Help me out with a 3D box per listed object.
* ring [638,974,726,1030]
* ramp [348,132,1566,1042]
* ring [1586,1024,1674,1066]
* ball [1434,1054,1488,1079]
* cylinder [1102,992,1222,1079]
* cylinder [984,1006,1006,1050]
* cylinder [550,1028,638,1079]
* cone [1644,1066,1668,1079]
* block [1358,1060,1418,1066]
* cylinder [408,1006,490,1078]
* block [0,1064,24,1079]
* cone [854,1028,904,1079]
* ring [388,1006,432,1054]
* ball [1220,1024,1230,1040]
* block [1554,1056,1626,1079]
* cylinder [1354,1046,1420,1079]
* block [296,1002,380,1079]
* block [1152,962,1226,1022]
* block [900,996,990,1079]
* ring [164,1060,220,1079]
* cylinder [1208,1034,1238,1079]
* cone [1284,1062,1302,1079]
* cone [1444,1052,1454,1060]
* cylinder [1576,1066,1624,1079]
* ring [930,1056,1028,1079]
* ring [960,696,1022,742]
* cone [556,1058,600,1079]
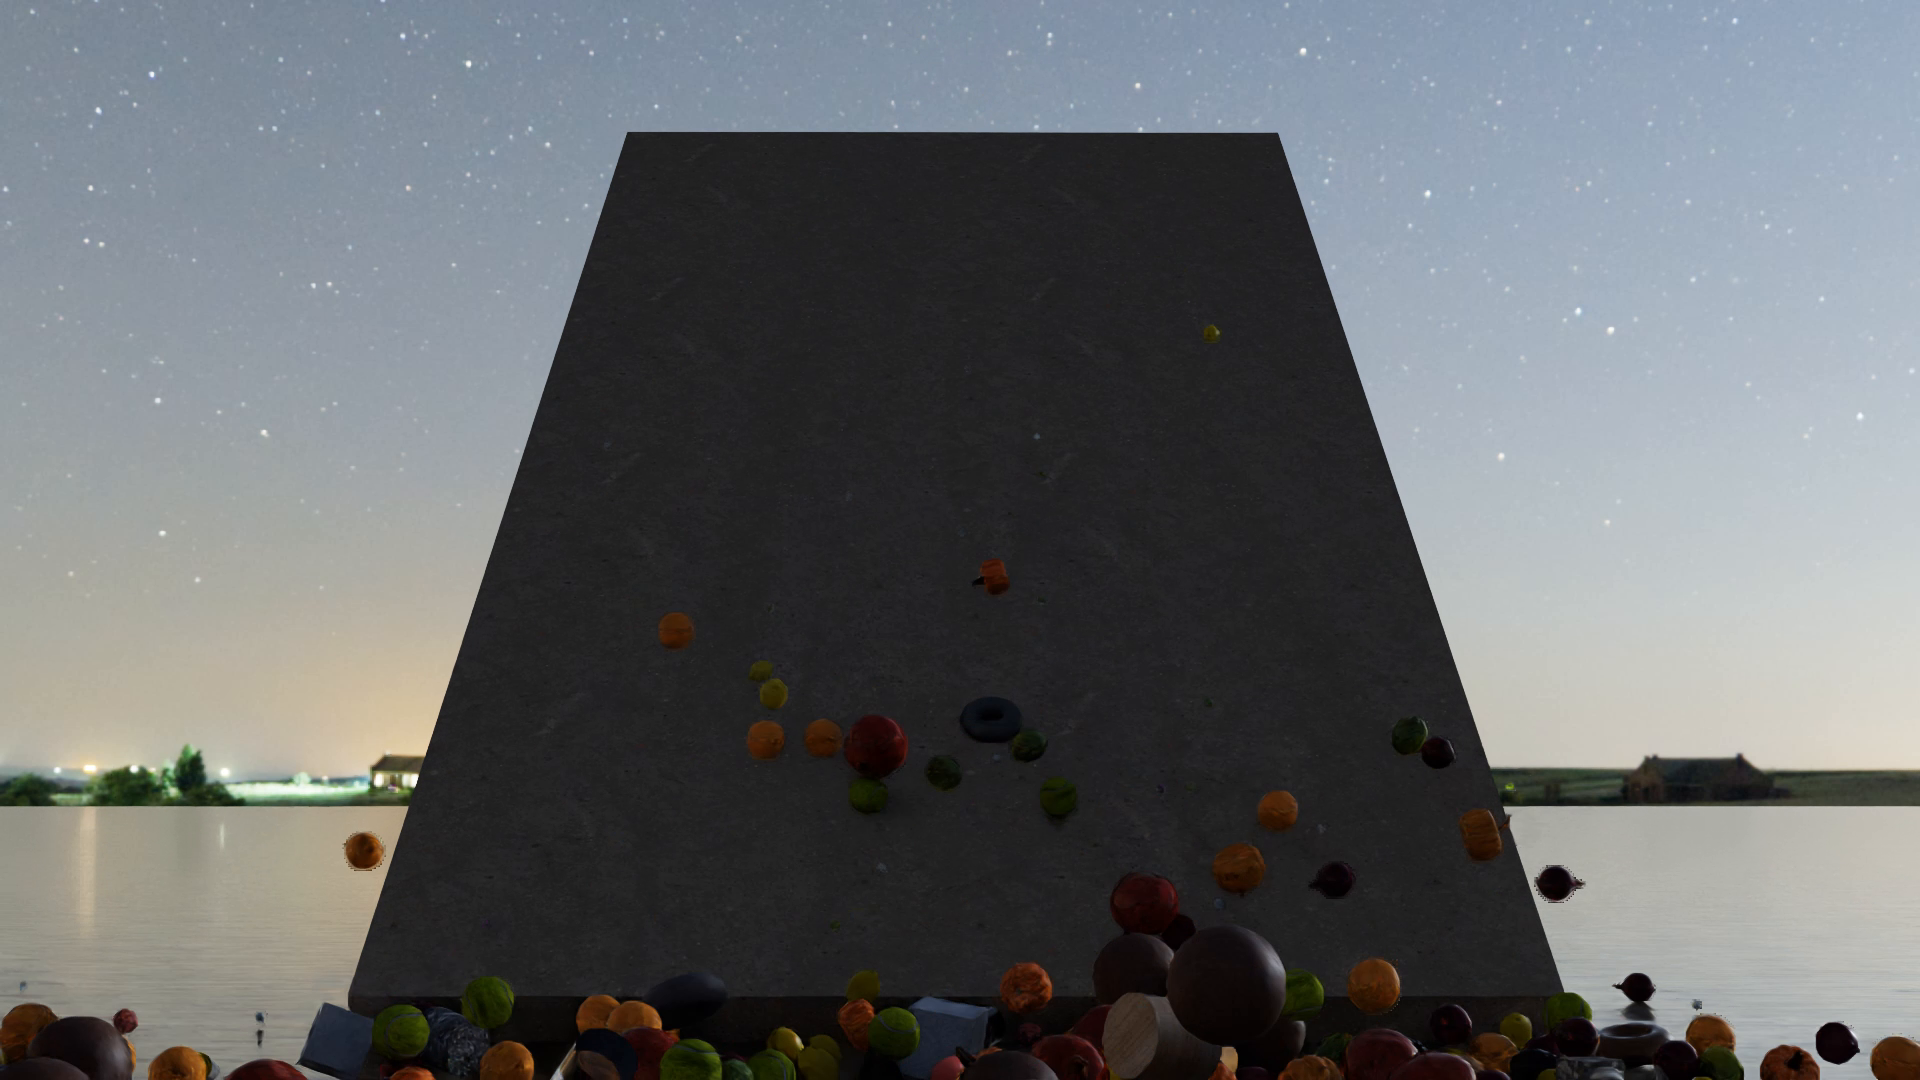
[{"bbox_3d":[-0.406,0.676,3.539,0.133,0.044,0.133,-16,-28,-9],"label":"ring"},{"bbox_3d":[-0.013,-0.209,5.722,2.000,0.100,4.000,0,30,0],"label":"ramp"},{"bbox_3d":[1.026,0.772,3.697,0.131,0.044,0.131,-7,1,0],"label":"ring"},{"bbox_3d":[0.656,0.708,3.160,0.069,0.069,0.069,0,-6,0],"label":"ball"},{"bbox_3d":[0.237,0.584,2.824,0.099,0.099,0.099,14,-13,-34],"label":"cylinder"},{"bbox_3d":[0.028,0.761,3.751,0.066,0.066,0.066,-3,-3,24],"label":"cylinder"},{"bbox_3d":[-0.412,0.602,2.713,0.077,0.077,0.077,5,-48,-39],"label":"cylinder"},{"bbox_3d":[0.904,0.730,3.189,0.057,0.057,0.057,-28,-19,27],"label":"cone"},{"bbox_3d":[0.571,0.722,3.220,0.055,0.055,0.055,5,-8,-40],"label":"block"},{"bbox_3d":[-0.704,0.691,3.331,0.078,0.078,0.078,12,2,35],"label":"cylinder"},{"bbox_3d":[-1.158,0.665,2.837,0.087,0.087,0.087,1,-6,-6],"label":"block"},{"bbox_3d":[-0.114,0.727,3.394,0.081,0.081,0.081,0,-6,0],"label":"cone"},{"bbox_3d":[-0.853,0.781,3.850,0.112,0.037,0.112,4,20,-1],"label":"ring"},{"bbox_3d":[0.378,0.766,3.686,0.067,0.067,0.067,0,-6,0],"label":"ball"},{"bbox_3d":[0.826,0.712,3.167,0.063,0.063,0.063,3,-7,-28],"label":"block"},{"bbox_3d":[0.556,0.700,3.151,0.061,0.061,0.061,6,-40,-45],"label":"cylinder"},{"bbox_3d":[-0.867,0.701,3.369,0.080,0.080,0.080,24,-25,-13],"label":"block"},{"bbox_3d":[0.341,0.706,3.648,0.080,0.080,0.080,27,-30,33],"label":"block"},{"bbox_3d":[-0.022,0.714,3.444,0.096,0.096,0.096,8,1,13],"label":"block"},{"bbox_3d":[-1.104,0.764,3.475,0.077,0.026,0.077,1,-5,0],"label":"ring"},{"bbox_3d":[0.293,0.670,3.039,0.087,0.087,0.087,-4,23,32],"label":"cylinder"},{"bbox_3d":[0.442,0.719,3.215,0.052,0.052,0.052,-7,0,0],"label":"cone"},{"bbox_3d":[0.657,0.732,3.276,0.055,0.055,0.055,-23,4,-26],"label":"cone"},{"bbox_3d":[0.716,0.626,2.671,0.062,0.062,0.062,2,37,-18],"label":"cylinder"},{"bbox_3d":[0.028,0.721,3.217,0.135,0.045,0.135,8,3,0],"label":"ring"},{"bbox_3d":[0.060,0.343,4.628,0.120,0.040,0.120,0,31,0],"label":"ring"},{"bbox_3d":[-0.510,0.709,3.136,0.067,0.067,0.067,-6,-8,15],"label":"cone"}]
